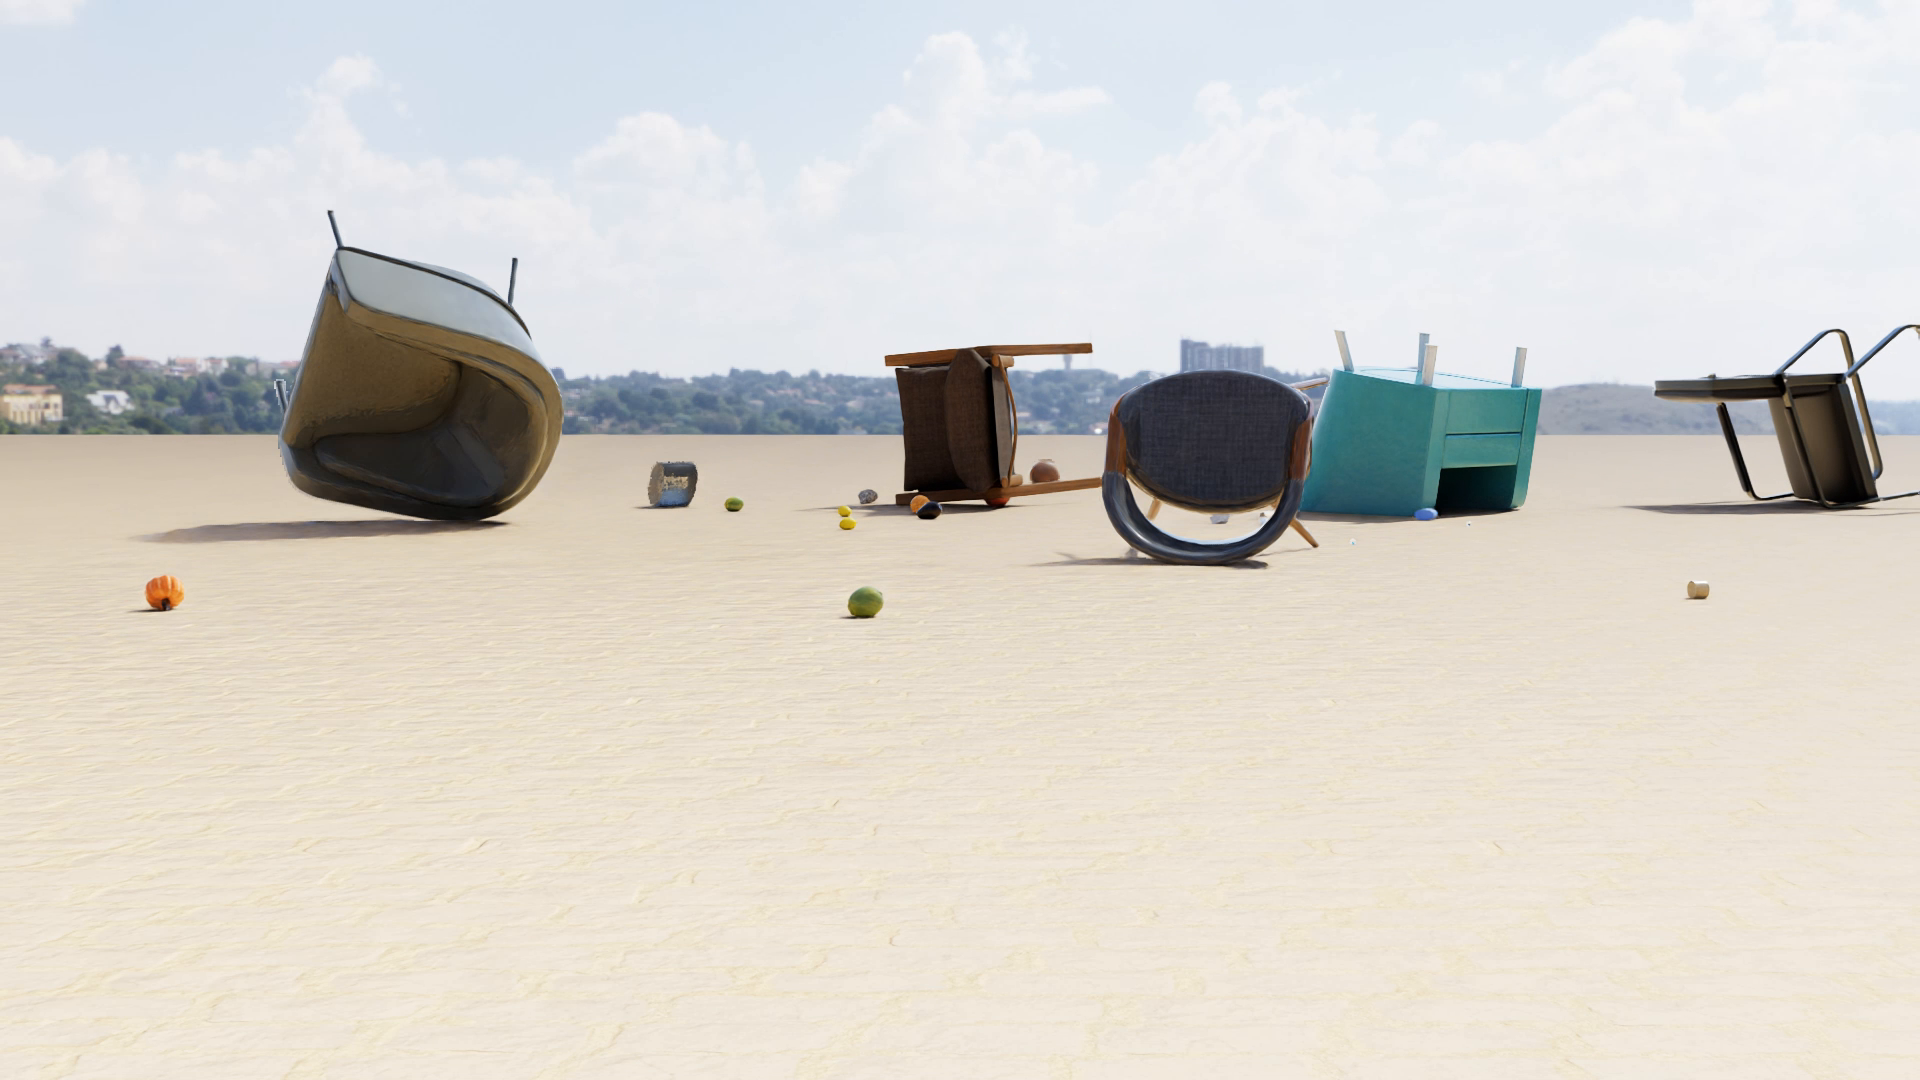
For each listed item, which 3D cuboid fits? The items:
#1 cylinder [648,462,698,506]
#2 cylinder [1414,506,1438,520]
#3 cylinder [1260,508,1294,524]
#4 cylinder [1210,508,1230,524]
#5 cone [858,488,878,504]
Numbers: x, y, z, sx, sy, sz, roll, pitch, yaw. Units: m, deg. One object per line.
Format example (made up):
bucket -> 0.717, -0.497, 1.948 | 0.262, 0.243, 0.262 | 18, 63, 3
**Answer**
cylinder -> -1.102, -0.214, 8.433 | 0.132, 0.137, 0.210 | -2, -35, -27
cylinder -> 1.600, -0.088, 7.549 | 0.066, 0.038, 0.061 | -7, 17, 33
cylinder -> 1.053, -0.074, 7.317 | 0.105, 0.043, 0.048 | -13, 24, -20
cylinder -> 0.866, -0.079, 7.338 | 0.046, 0.049, 0.045 | -1, 11, -43
cone -> -0.373, -0.156, 8.613 | 0.082, 0.056, 0.113 | -6, 18, 15
